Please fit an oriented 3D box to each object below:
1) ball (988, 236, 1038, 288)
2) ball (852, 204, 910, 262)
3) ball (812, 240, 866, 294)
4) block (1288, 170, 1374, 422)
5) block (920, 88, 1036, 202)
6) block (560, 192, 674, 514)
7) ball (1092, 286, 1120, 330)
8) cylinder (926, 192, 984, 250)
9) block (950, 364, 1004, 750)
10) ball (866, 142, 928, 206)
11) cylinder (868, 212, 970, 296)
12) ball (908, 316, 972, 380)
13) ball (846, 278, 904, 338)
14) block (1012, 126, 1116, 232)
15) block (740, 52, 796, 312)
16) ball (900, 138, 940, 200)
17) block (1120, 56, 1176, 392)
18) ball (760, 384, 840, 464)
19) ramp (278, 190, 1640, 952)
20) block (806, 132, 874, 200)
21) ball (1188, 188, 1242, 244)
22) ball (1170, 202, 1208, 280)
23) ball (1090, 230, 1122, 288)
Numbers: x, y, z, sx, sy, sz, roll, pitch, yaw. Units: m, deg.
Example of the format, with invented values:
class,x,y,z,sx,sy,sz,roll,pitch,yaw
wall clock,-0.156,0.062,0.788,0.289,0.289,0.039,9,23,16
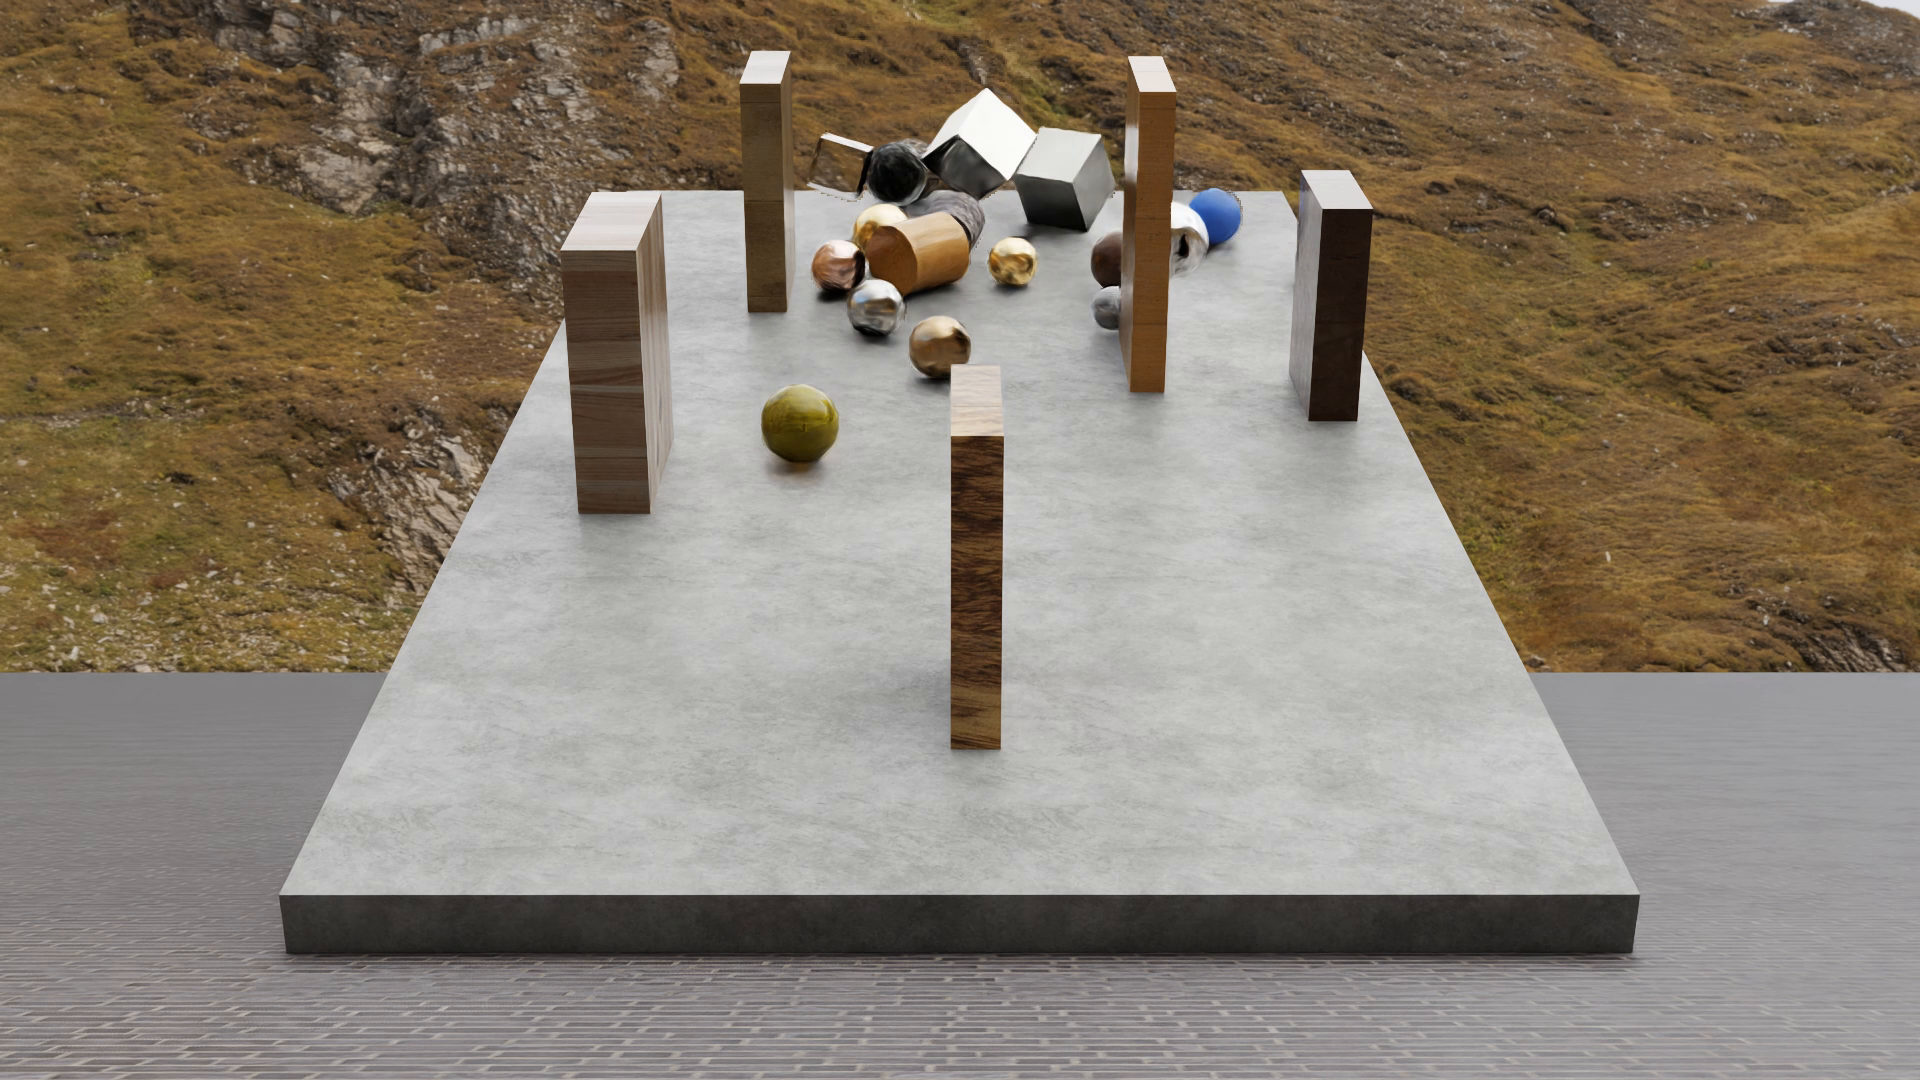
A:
class,x,y,z,sx,sy,sz,roll,pitch,yaw
ball,0.141,-0.738,6.150,0.133,0.133,0.133,0,-3,0
ball,-0.208,-0.829,6.310,0.173,0.173,0.173,0,-3,0
ball,-0.318,-0.717,6.085,0.144,0.144,0.144,0,-3,0
block,0.842,-0.560,5.289,0.111,0.493,0.332,0,23,0
block,0.054,-1.130,6.670,0.200,0.200,0.200,40,-33,-17
block,-0.706,-0.395,4.818,0.147,0.556,0.435,0,23,0
ball,0.381,-0.578,5.779,0.109,0.109,0.109,0,-3,0
cylinder,-0.026,-0.851,6.333,0.156,0.156,0.156,-1,30,15
block,0.026,0.024,3.858,0.083,0.551,0.338,0,23,0
ball,-0.187,-1.061,6.727,0.185,0.185,0.185,0,-3,0
cylinder,-0.109,-0.753,6.111,0.191,0.191,0.191,-21,11,-40
ball,-0.048,-0.455,5.472,0.150,0.150,0.150,0,-3,0
ball,-0.210,-0.577,5.761,0.145,0.145,0.145,0,-3,0
block,0.301,-1.040,6.678,0.196,0.196,0.196,14,-33,29
block,-0.496,-0.935,6.025,0.101,0.592,0.392,0,23,0
ball,-0.146,-1.109,6.941,0.185,0.185,0.185,0,-3,0
block,0.437,-0.744,5.444,0.081,0.705,0.378,0,23,0
ball,-0.344,-0.250,4.971,0.170,0.170,0.170,0,-3,0
ramp,-0.008,-0.227,5.259,2.000,0.100,4.000,0,23,0
block,-0.334,-1.044,6.476,0.140,0.140,0.140,17,15,1
ball,0.715,-0.912,6.527,0.155,0.155,0.155,0,-3,0
ball,0.521,-0.740,5.744,0.190,0.190,0.190,0,-3,0
ball,0.426,-0.731,6.090,0.169,0.169,0.169,0,-3,0
